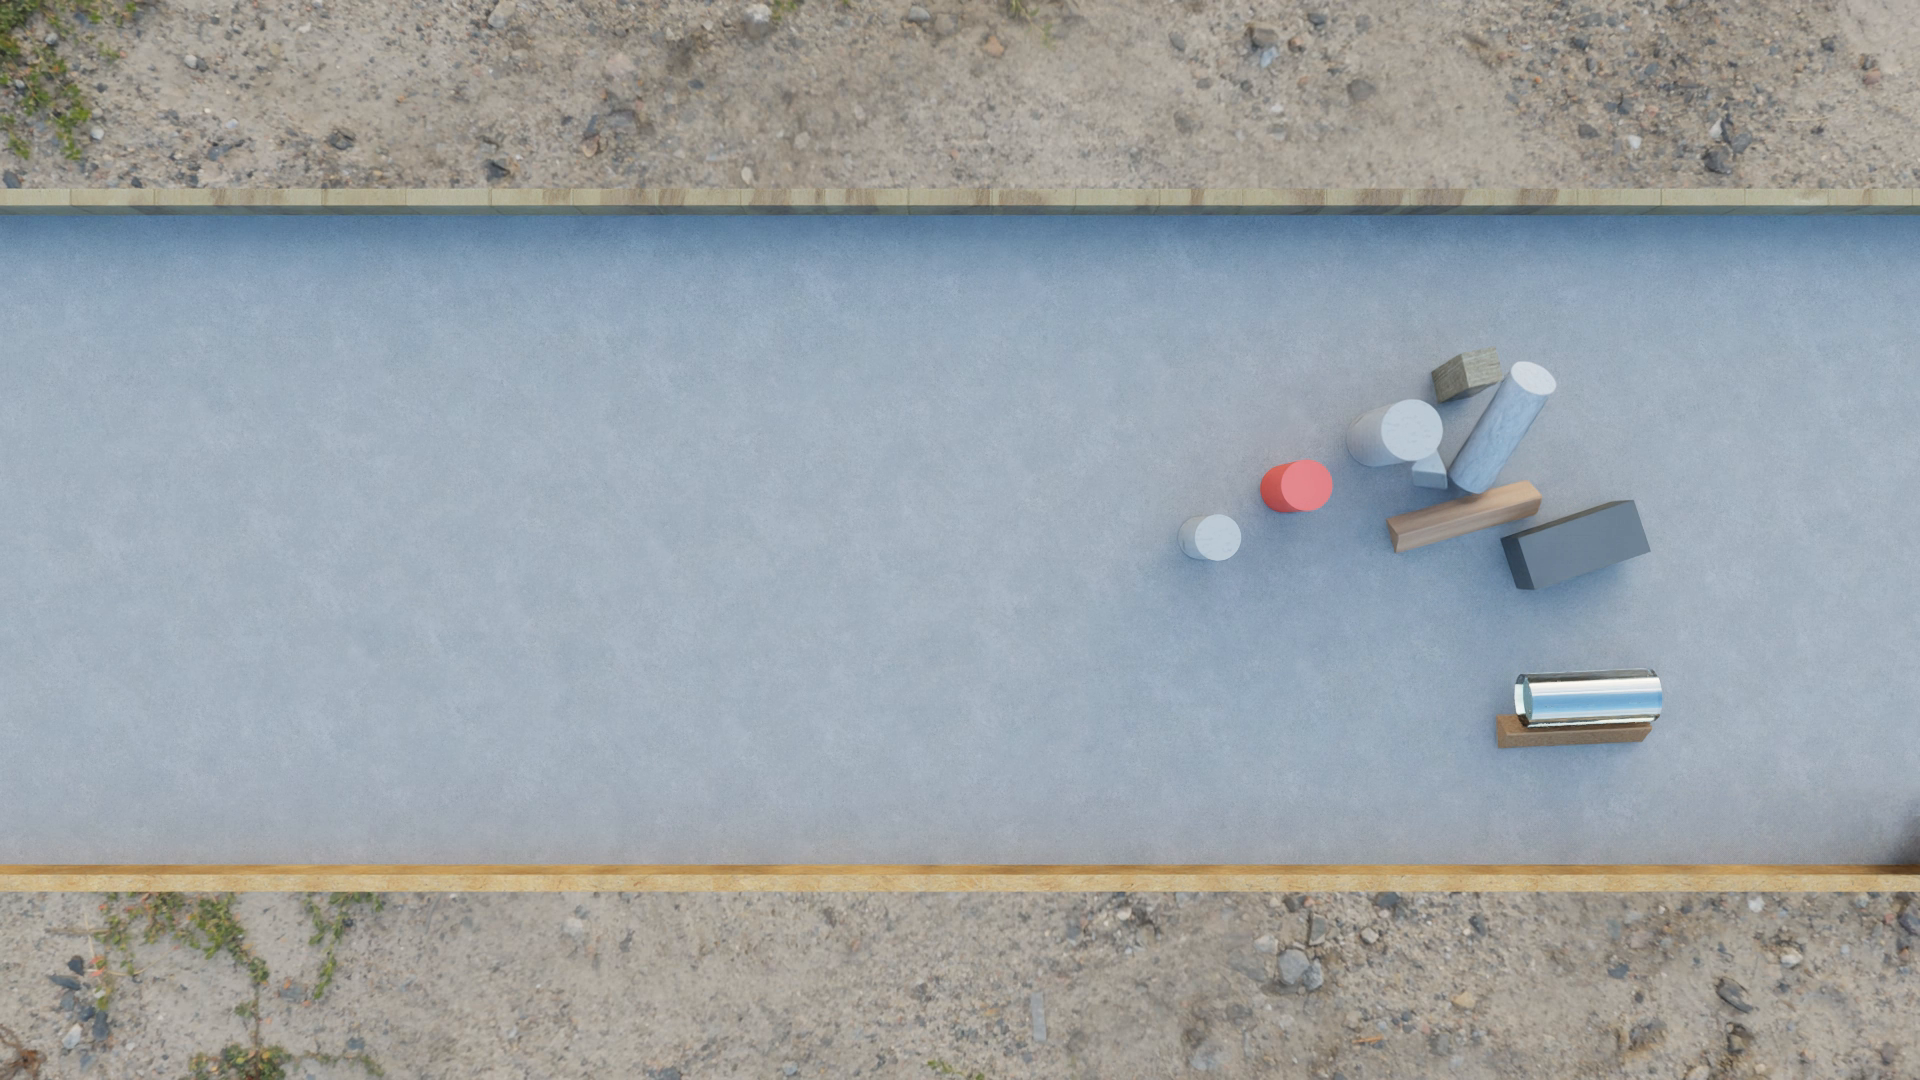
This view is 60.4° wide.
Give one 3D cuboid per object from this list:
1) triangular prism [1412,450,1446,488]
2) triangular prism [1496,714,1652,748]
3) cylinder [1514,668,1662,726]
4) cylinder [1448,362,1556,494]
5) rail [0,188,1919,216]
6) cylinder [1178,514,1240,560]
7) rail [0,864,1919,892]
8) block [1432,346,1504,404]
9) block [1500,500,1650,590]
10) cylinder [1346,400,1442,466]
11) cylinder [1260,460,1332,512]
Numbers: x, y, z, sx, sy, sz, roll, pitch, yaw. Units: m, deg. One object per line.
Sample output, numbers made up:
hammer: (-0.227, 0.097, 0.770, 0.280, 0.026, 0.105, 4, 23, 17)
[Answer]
triangular prism: (1.405, -0.223, 4.915, 0.098, 0.314, 0.085, 7, 86, 17)
triangular prism: (1.874, 0.579, 5.031, 0.441, 0.085, 0.099, -3, 90, 0)
cylinder: (1.901, 0.477, 4.996, 0.387, 0.161, 0.161, -3, 90, 0)
cylinder: (1.599, -0.328, 4.878, 0.135, 0.418, 0.135, 8, 48, -9)
rail: (-2.247, -1.025, 5.002, 12.000, 0.150, 0.050, 0, 90, 0)
cylinder: (0.738, -0.007, 4.897, 0.132, 0.359, 0.132, 0, 90, 0)
rail: (-2.247, 1.025, 5.001, 12.000, 0.150, 0.050, 0, 90, 0)
block: (1.508, -0.489, 4.914, 0.102, 0.320, 0.102, -12, 86, 0)
block: (1.861, 0.015, 4.995, 0.364, 0.163, 0.163, -18, 90, 0)
cylinder: (1.276, -0.311, 4.865, 0.174, 0.423, 0.174, 0, 90, 0)
cylinder: (0.998, -0.158, 4.912, 0.148, 0.328, 0.148, 0, 90, 0)
